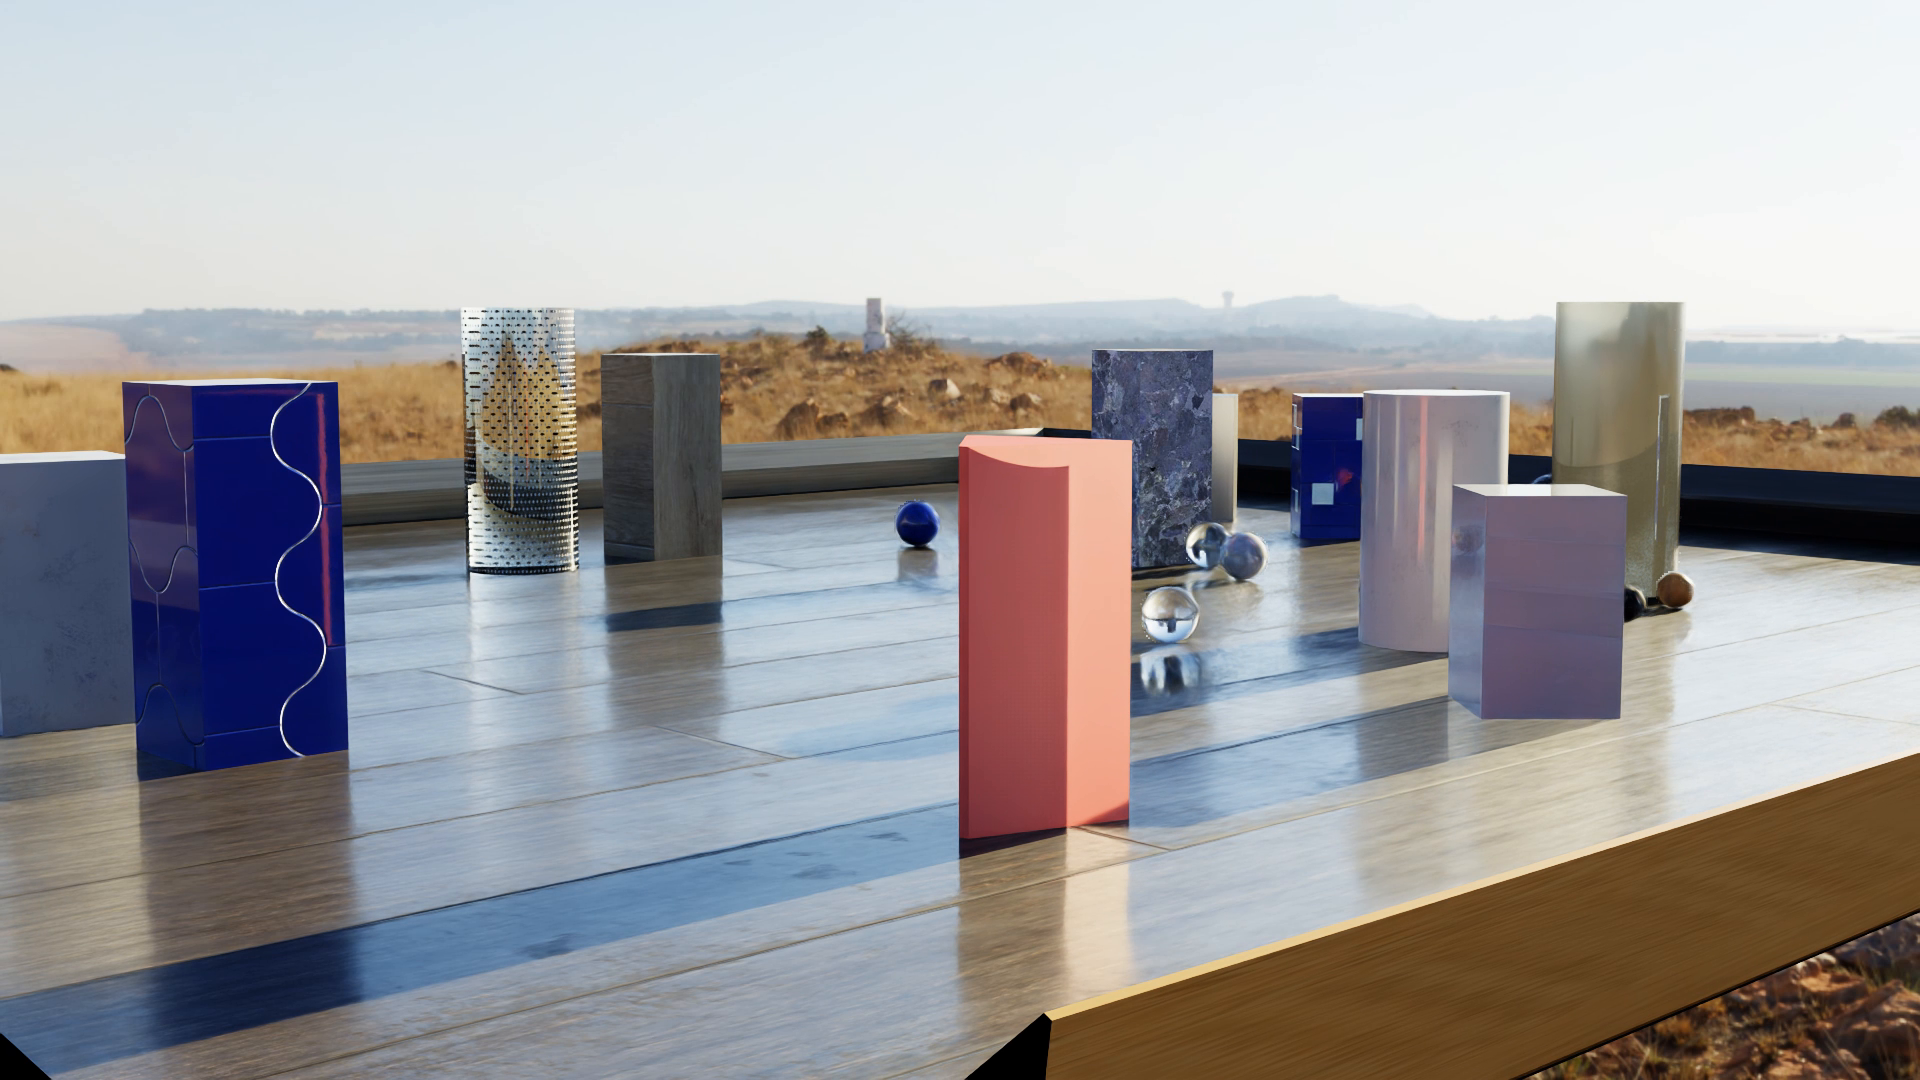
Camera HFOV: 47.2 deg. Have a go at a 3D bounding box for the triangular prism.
[{"bbox_3d":[0.043,0.076,1.936,0.165,0.331,0.143,-3,7,-27],"label":"triangular prism"}]

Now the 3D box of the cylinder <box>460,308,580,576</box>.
[{"bbox_3d":[-0.749,-0.172,3.748,0.190,0.445,0.190,0,6,0],"label":"cylinder"}]

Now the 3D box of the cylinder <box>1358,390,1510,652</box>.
[{"bbox_3d":[0.631,-0.030,2.931,0.190,0.333,0.190,0,6,0],"label":"cylinder"}]

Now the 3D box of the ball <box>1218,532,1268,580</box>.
[{"bbox_3d":[0.465,0.026,3.615,0.079,0.079,0.079,0,6,0],"label":"ball"}]

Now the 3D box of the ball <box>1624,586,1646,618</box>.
[{"bbox_3d":[0.963,0.090,3.167,0.046,0.046,0.046,0,6,0],"label":"ball"}]

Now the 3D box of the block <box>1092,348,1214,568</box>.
[{"bbox_3d":[0.337,-0.149,3.876,0.152,0.372,0.152,-3,7,-29],"label":"block"}]

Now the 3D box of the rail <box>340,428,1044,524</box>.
[{"bbox_3d":[-1.169,-0.101,4.592,3.833,0.124,0.045,-6,8,-42],"label":"rail"}]

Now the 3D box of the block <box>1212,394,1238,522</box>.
[{"bbox_3d":[0.507,-0.176,4.656,0.152,0.262,0.152,1,6,10],"label":"block"}]

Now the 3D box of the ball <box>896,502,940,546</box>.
[{"bbox_3d":[-0.079,-0.030,4.125,0.084,0.084,0.084,0,6,0],"label":"ball"}]

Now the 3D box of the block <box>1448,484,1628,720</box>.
[{"bbox_3d":[0.641,0.066,2.454,0.152,0.244,0.152,0,6,-1],"label":"block"}]

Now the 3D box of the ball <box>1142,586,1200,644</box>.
[{"bbox_3d":[0.280,0.099,2.929,0.077,0.077,0.077,0,6,0],"label":"ball"}]

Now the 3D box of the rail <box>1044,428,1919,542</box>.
[{"bbox_3d":[1.391,-0.102,4.609,0.045,0.124,3.494,-6,8,-42],"label":"rail"}]

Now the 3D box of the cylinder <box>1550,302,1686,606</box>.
[{"bbox_3d":[1.002,-0.136,3.357,0.190,0.454,0.190,0,6,0],"label":"cylinder"}]

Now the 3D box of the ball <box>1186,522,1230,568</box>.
[{"bbox_3d":[0.427,0.009,3.774,0.079,0.079,0.079,0,6,0],"label":"ball"}]

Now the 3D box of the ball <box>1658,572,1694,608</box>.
[{"bbox_3d":[1.067,0.075,3.277,0.052,0.052,0.052,0,6,0],"label":"ball"}]

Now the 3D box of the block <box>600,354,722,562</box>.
[{"bbox_3d":[-0.538,-0.154,3.969,0.152,0.362,0.152,-6,8,-44],"label":"block"}]

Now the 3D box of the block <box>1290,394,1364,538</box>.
[{"bbox_3d":[0.738,-0.147,4.324,0.152,0.275,0.152,0,6,1],"label":"block"}]

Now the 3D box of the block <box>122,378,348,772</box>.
[{"bbox_3d":[-0.726,0.027,2.207,0.152,0.371,0.152,-6,8,-44],"label":"block"}]

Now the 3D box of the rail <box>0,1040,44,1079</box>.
[{"bbox_3d":[-1.391,0.167,2.056,0.045,0.124,3.494,-6,8,-42],"label":"rail"}]

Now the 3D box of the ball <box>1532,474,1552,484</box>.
[{"bbox_3d":[1.246,-0.091,4.648,0.095,0.095,0.095,0,6,0],"label":"ball"}]

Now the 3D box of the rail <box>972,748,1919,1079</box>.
[{"bbox_3d":[1.169,0.165,2.072,3.833,0.124,0.045,-6,8,-42],"label":"rail"}]

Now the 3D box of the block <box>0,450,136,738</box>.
[{"bbox_3d":[-0.980,0.052,2.380,0.152,0.285,0.152,-4,7,-36],"label":"block"}]
